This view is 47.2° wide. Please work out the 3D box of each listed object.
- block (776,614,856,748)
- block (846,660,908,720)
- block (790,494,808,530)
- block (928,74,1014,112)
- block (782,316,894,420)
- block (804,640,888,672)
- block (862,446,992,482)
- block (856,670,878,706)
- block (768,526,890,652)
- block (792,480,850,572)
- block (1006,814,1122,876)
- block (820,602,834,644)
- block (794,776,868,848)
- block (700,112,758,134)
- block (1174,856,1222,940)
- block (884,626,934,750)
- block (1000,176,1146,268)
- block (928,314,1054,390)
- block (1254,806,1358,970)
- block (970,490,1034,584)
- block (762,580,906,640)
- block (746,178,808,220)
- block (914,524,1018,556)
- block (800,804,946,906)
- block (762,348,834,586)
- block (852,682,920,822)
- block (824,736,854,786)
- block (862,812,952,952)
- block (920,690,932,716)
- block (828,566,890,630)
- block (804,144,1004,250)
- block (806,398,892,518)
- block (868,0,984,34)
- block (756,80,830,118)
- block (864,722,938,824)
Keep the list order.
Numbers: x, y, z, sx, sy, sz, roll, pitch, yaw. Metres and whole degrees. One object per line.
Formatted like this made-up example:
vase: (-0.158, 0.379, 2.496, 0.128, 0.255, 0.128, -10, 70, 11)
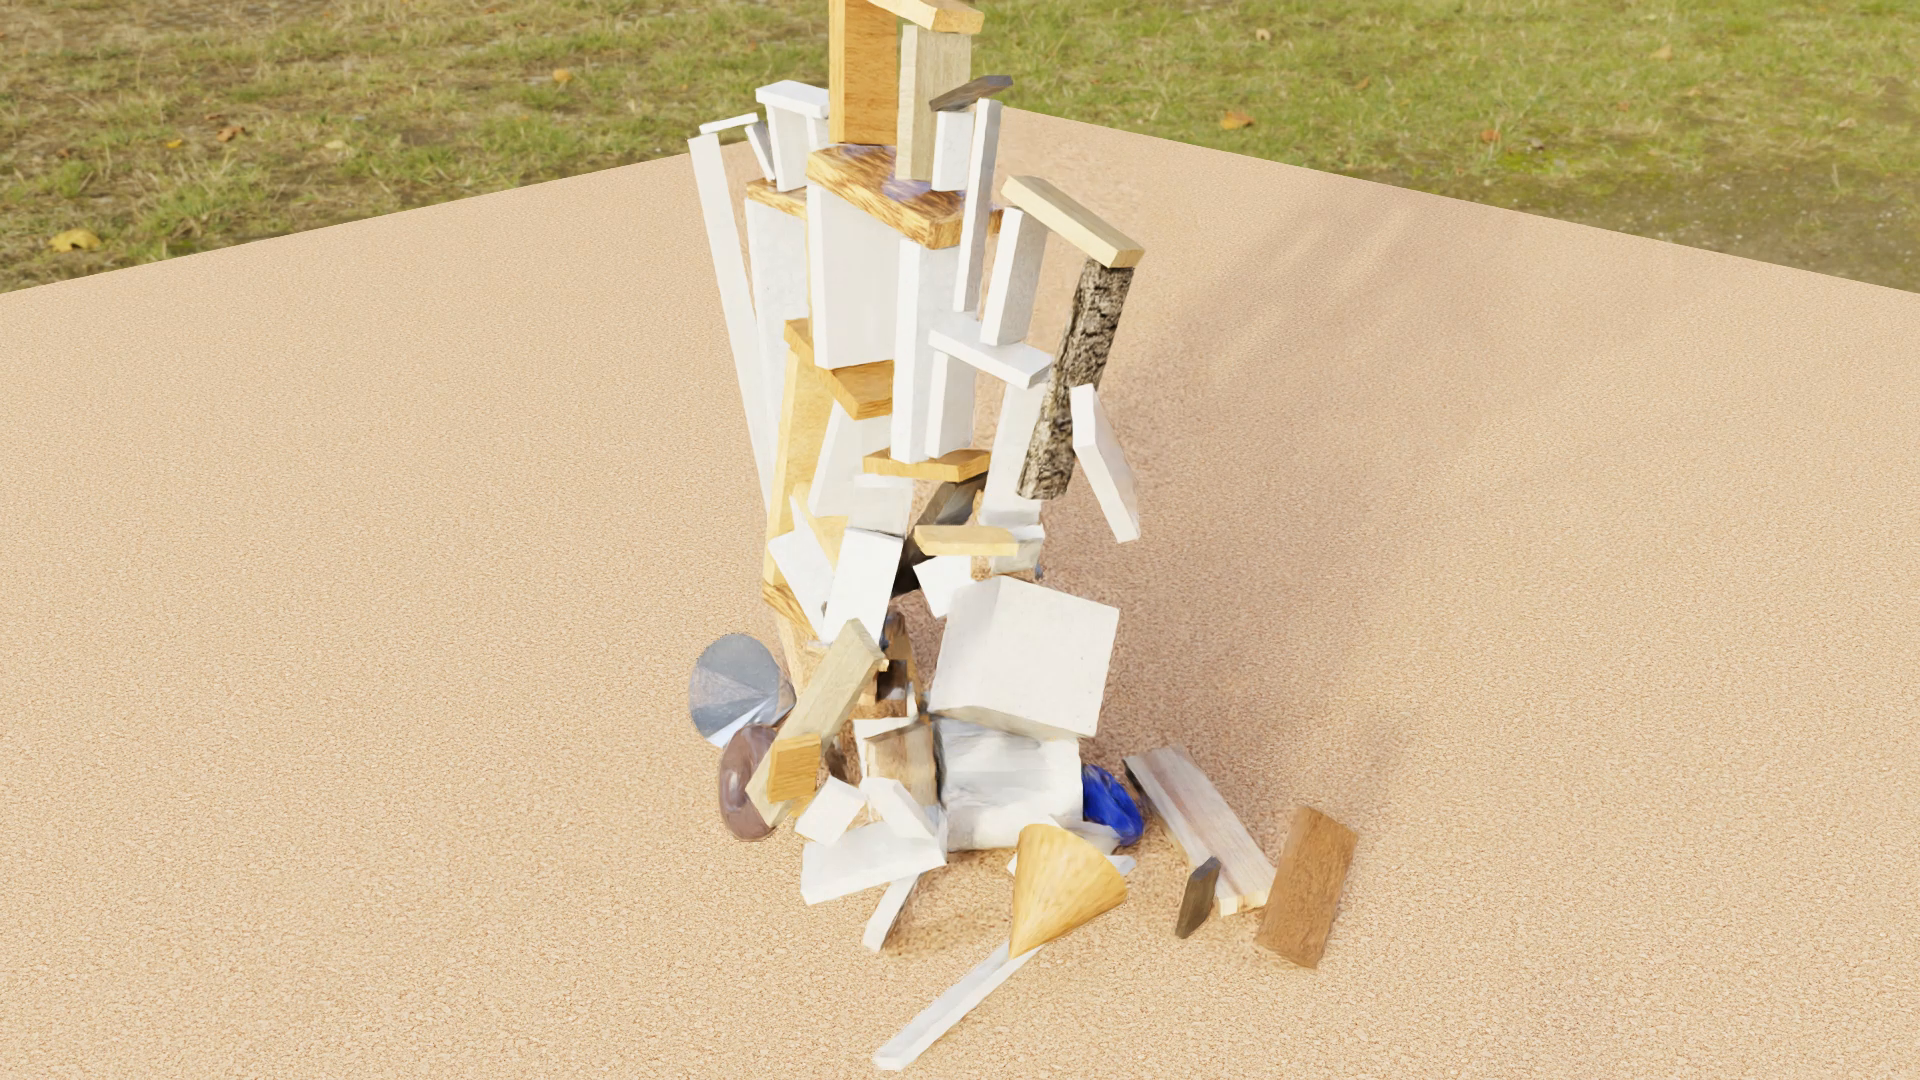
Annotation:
block: (-0.280, 0.287, 4.688, 0.157, 0.314, 0.044, -19, 9, -38)
block: (-0.169, 0.294, 4.328, 0.130, 0.037, 0.260, -3, 14, -1)
block: (-0.272, 0.010, 4.535, 0.117, 0.233, 0.033, -15, 8, -31)
block: (0.019, -0.789, 3.885, 0.140, 0.020, 0.070, -15, -1, 43)
block: (-0.213, -0.344, 4.299, 0.143, 0.040, 0.285, -13, 46, -33)
block: (-0.219, 0.223, 4.248, 0.160, 0.023, 0.080, 11, 4, -4)
block: (-0.062, -0.147, 4.175, 0.223, 0.032, 0.112, 7, 19, 35)
block: (-0.200, 0.269, 4.239, 0.080, 0.023, 0.160, 11, 22, -4)
block: (-0.264, 0.110, 4.421, 0.117, 0.033, 0.295, -22, 74, -32)
block: (-0.236, -0.026, 4.438, 0.117, 0.033, 0.233, -12, 57, -30)
block: (0.196, 0.579, 4.078, 0.036, 0.126, 0.252, 42, 11, 31)
block: (-0.219, 0.192, 4.364, 0.076, 0.021, 0.151, -7, 66, -27)
block: (-0.217, 0.456, 3.678, 0.072, 0.144, 0.020, 27, 42, -9)
block: (-0.451, -0.814, 4.300, 0.112, 0.016, 0.056, -13, 10, -1)
block: (0.434, 0.654, 4.018, 0.021, 0.149, 0.075, 31, 42, 28)
block: (-0.146, 0.350, 4.539, 0.157, 0.314, 0.044, -21, 11, -40)
block: (0.196, -0.552, 3.812, 0.241, 0.034, 0.121, 37, 23, 18)
block: (0.058, -0.338, 3.937, 0.208, 0.029, 0.104, 27, 33, 19)
block: (0.622, 0.622, 3.941, 0.129, 0.258, 0.037, 31, -19, -31)
block: (0.081, 0.001, 4.140, 0.114, 0.032, 0.228, 14, 39, -9)
block: (-0.266, 0.141, 4.578, 0.157, 0.044, 0.314, -15, 27, -31)
block: (-0.300, -0.669, 4.293, 0.113, 0.032, 0.226, -24, 37, -38)
block: (0.010, 0.001, 3.792, 0.165, 0.023, 0.082, 1, 21, -15)
block: (-0.147, 0.538, 3.770, 0.252, 0.036, 0.126, -18, 29, 10)
block: (-0.308, -0.156, 4.520, 0.143, 0.551, 0.040, -14, 40, -32)
block: (-0.139, 0.427, 4.432, 0.130, 0.260, 0.037, -9, -7, -8)
block: (-0.218, 0.358, 3.751, 0.023, 0.169, 0.080, -19, 15, 2)
block: (-0.097, 0.618, 4.000, 0.036, 0.126, 0.252, 28, 61, 6)
block: (-0.006, 0.321, 4.539, 0.151, 0.076, 0.021, -14, 66, -14)
block: (-0.202, 0.111, 4.388, 0.076, 0.021, 0.151, 8, 43, -42)
block: (-0.106, -0.643, 4.067, 0.174, 0.049, 0.347, -21, 43, -41)
block: (-0.202, -0.168, 4.352, 0.143, 0.285, 0.040, -5, 46, -25)
block: (-0.101, -0.992, 4.023, 0.273, 0.039, 0.136, 32, 26, 32)
block: (-0.299, -0.841, 4.192, 0.170, 0.024, 0.085, 22, 35, 35)
block: (-0.109, 0.494, 4.261, 0.130, 0.260, 0.037, -15, 18, -31)
